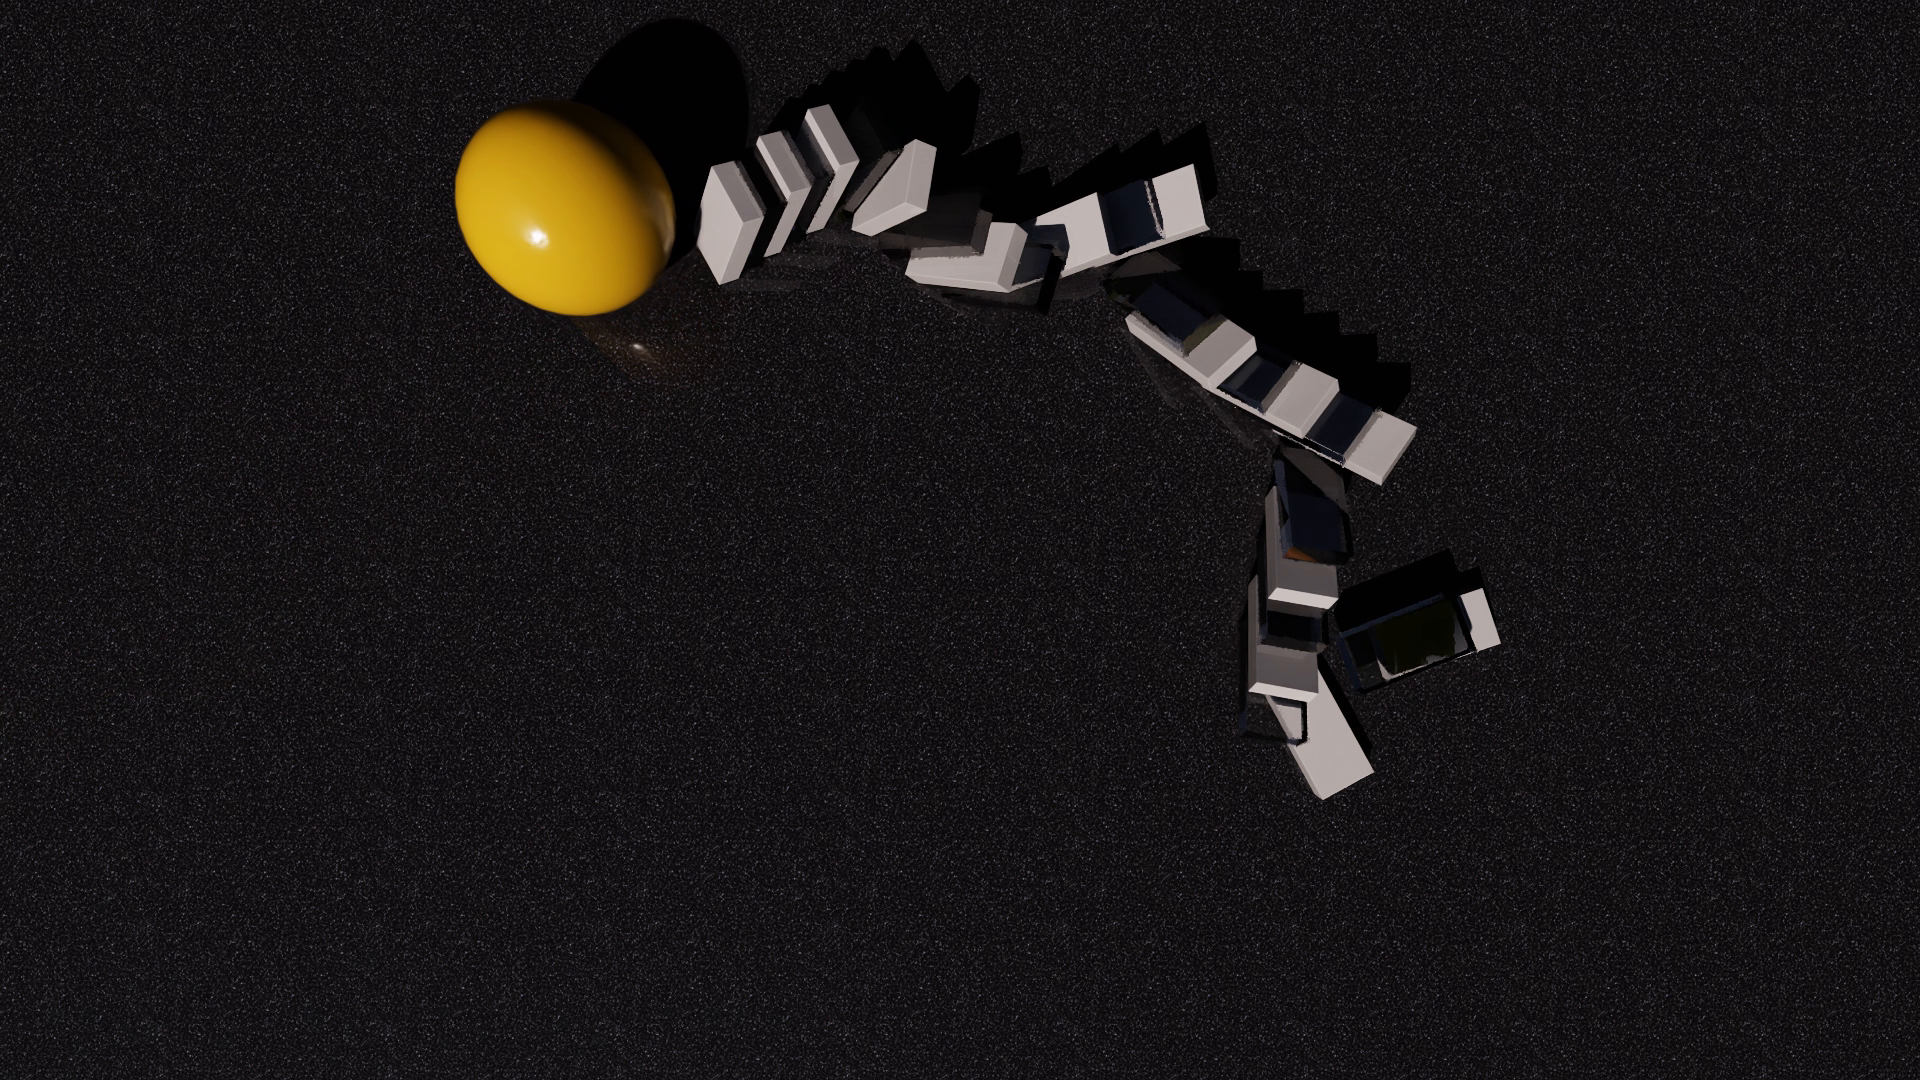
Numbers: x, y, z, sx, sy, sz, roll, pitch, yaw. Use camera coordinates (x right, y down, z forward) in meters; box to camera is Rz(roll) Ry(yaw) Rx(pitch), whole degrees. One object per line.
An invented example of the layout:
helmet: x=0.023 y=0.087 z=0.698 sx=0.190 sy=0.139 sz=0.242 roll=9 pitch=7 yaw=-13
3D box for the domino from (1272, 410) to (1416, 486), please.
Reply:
domino: x=0.160 y=-0.047 z=0.384 sx=0.050 sy=0.010 sz=0.025 roll=34 pitch=90 yaw=27

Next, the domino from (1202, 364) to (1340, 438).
domino: x=0.128 y=-0.065 z=0.383 sx=0.050 sy=0.009 sz=0.025 roll=37 pitch=91 yaw=32

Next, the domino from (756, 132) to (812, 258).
domino: x=-0.078 y=-0.140 z=0.376 sx=0.010 sy=0.050 sz=0.025 roll=-29 pitch=90 yaw=-28

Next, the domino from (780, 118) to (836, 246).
domino: x=-0.068 y=-0.145 z=0.376 sx=0.010 sy=0.050 sz=0.025 roll=-29 pitch=90 yaw=-28

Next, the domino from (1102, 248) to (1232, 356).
domino: x=0.086 y=-0.101 z=0.382 sx=0.025 sy=0.009 sz=0.050 roll=-41 pitch=56 yaw=0

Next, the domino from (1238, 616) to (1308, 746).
domino: x=0.131 y=0.059 z=0.385 sx=0.025 sy=0.010 sz=0.050 roll=9 pitch=64 yaw=0

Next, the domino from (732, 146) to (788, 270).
domino: x=-0.087 y=-0.134 z=0.376 sx=0.010 sy=0.050 sz=0.025 roll=-29 pitch=90 yaw=-28

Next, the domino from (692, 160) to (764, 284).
domino: x=-0.096 y=-0.129 z=0.376 sx=0.010 sy=0.050 sz=0.025 roll=-29 pitch=90 yaw=-28

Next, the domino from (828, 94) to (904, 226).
domino: x=-0.045 y=-0.156 z=0.377 sx=0.010 sy=0.050 sz=0.025 roll=-29 pitch=90 yaw=-38

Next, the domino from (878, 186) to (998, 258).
domino: x=-0.010 y=-0.131 z=0.381 sx=0.050 sy=0.010 sz=0.025 roll=11 pitch=87 yaw=37

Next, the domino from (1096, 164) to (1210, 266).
domino: x=0.077 y=-0.135 z=0.385 sx=0.050 sy=0.010 sz=0.025 roll=-12 pitch=90 yaw=27

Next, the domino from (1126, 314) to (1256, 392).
domino: x=0.096 y=-0.086 z=0.382 sx=0.025 sy=0.009 sz=0.050 roll=-43 pitch=56 yaw=0

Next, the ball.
ball: x=-0.153 y=-0.129 z=0.360 sx=0.080 sy=0.080 sz=0.080 roll=0 pitch=90 yaw=0

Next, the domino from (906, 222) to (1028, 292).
domino: x=0.002 y=-0.119 z=0.381 sx=0.050 sy=0.010 sz=0.025 roll=18 pitch=91 yaw=37

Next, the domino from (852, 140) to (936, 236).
domino: x=-0.028 y=-0.143 z=0.376 sx=0.009 sy=0.050 sz=0.025 roll=9 pitch=90 yaw=-31

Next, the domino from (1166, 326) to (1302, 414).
domino: x=0.113 y=-0.076 z=0.383 sx=0.050 sy=0.010 sz=0.025 roll=38 pitch=90 yaw=32

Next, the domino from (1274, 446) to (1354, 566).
domino: x=0.147 y=-0.015 z=0.383 sx=0.025 sy=0.010 sz=0.050 roll=8 pitch=58 yaw=-1

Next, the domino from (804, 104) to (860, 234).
domino: x=-0.059 y=-0.151 z=0.376 sx=0.010 sy=0.050 sz=0.025 roll=-29 pitch=90 yaw=-28

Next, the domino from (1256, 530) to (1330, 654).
domino: x=0.139 y=0.021 z=0.383 sx=0.025 sy=0.010 sz=0.050 roll=9 pitch=59 yaw=0

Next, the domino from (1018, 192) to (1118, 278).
domino: x=0.039 y=-0.123 z=0.383 sx=0.050 sy=0.010 sz=0.025 roll=-13 pitch=90 yaw=31

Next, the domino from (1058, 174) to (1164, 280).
domino: x=0.057 y=-0.130 z=0.384 sx=0.050 sy=0.009 sz=0.025 roll=-15 pitch=89 yaw=28

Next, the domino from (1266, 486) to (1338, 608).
domino: x=0.142 y=0.003 z=0.383 sx=0.025 sy=0.010 sz=0.050 roll=10 pitch=59 yaw=0

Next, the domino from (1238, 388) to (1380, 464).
domino: x=0.144 y=-0.055 z=0.382 sx=0.050 sy=0.009 sz=0.025 roll=36 pitch=91 yaw=32

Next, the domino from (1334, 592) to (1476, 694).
domino: x=0.187 y=0.043 z=0.386 sx=0.050 sy=0.010 sz=0.025 roll=-22 pitch=90 yaw=0

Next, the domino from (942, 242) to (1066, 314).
domino: x=0.017 y=-0.110 z=0.381 sx=0.050 sy=0.009 sz=0.025 roll=18 pitch=93 yaw=37

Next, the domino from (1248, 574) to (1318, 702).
domino: x=0.134 y=0.040 z=0.382 sx=0.025 sy=0.010 sz=0.050 roll=10 pitch=59 yaw=1

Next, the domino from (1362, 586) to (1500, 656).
domino: x=0.203 y=0.040 z=0.395 sx=0.050 sy=0.009 sz=0.025 roll=-18 pitch=90 yaw=0

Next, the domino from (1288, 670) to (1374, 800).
domino: x=0.154 y=0.083 z=0.395 sx=0.025 sy=0.009 sz=0.050 roll=-29 pitch=90 yaw=0
